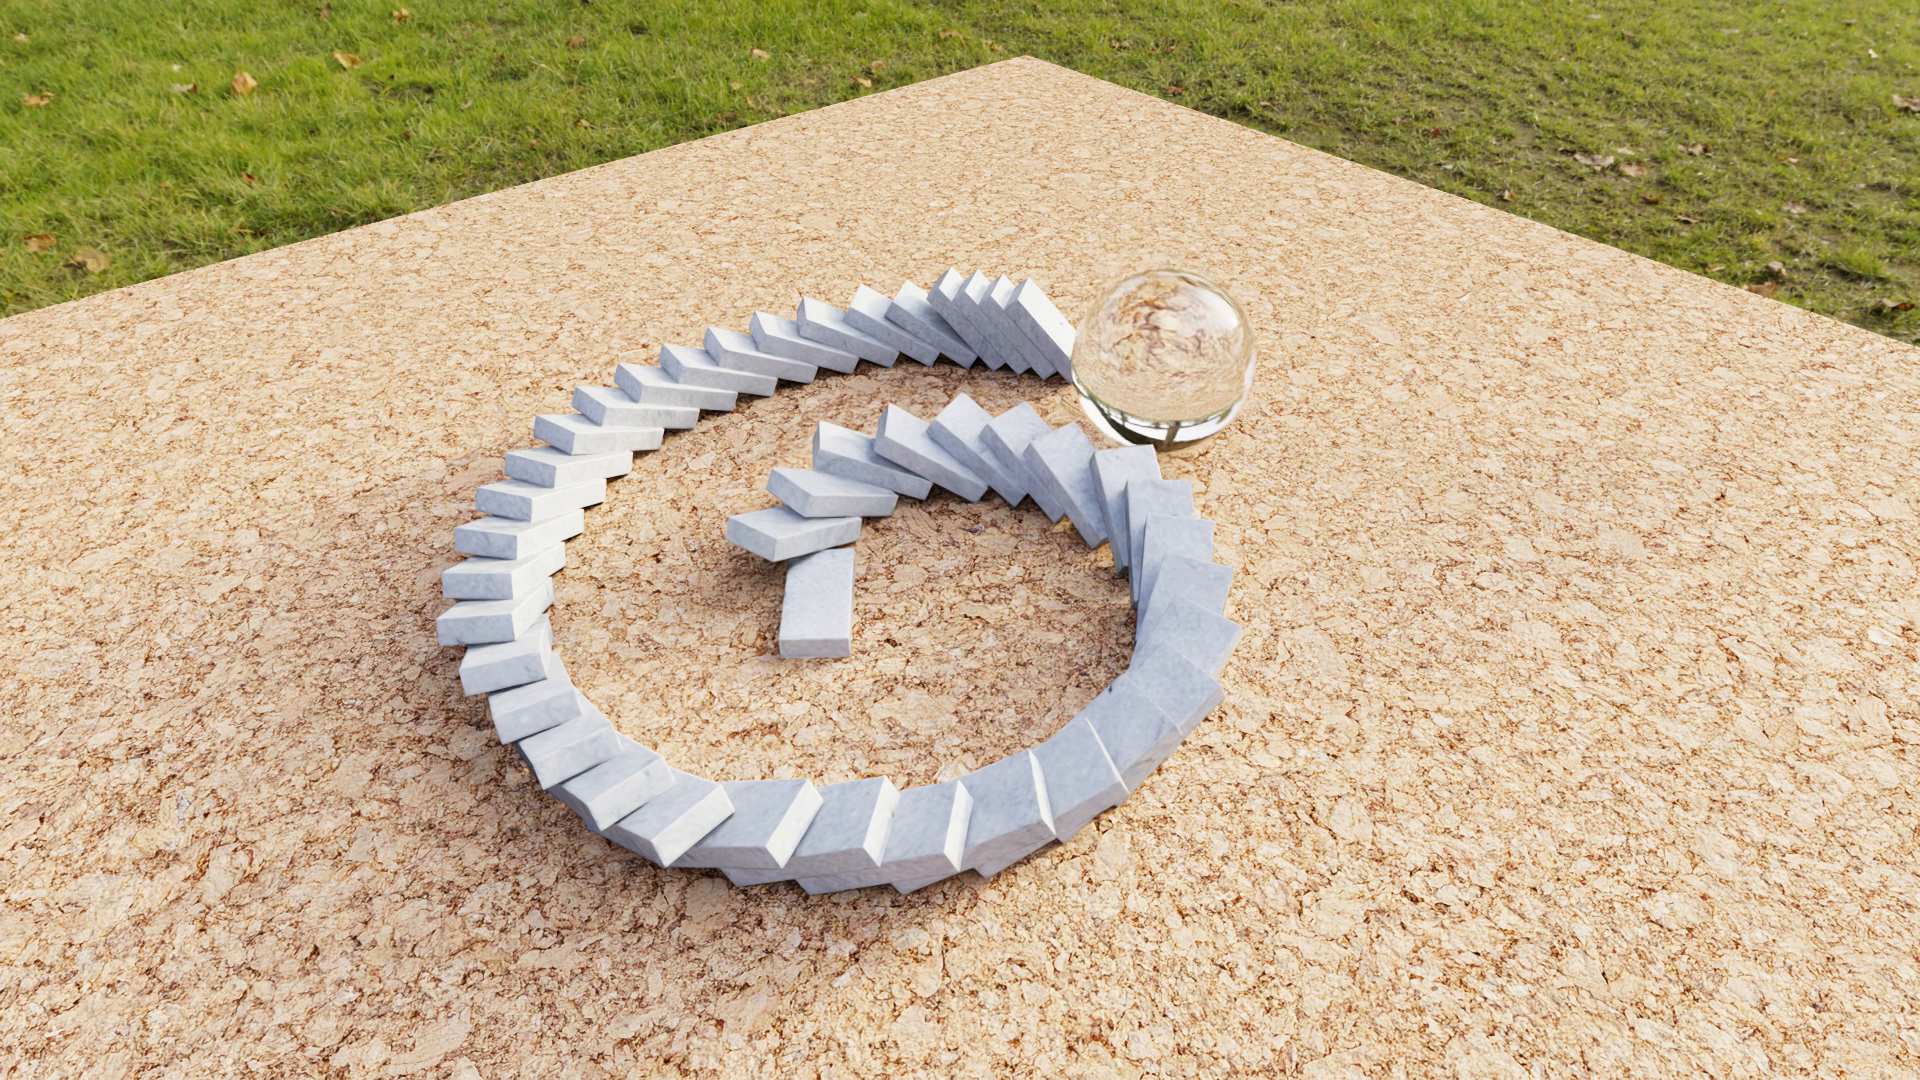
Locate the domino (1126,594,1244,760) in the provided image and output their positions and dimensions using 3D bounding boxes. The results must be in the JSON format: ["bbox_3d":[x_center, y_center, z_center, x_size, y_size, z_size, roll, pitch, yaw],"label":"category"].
[{"bbox_3d":[0.071,0.045,0.370,0.025,0.009,0.050,27,74,29],"label":"domino"}]

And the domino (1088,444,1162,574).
[{"bbox_3d":[0.070,-0.013,0.440,0.025,0.010,0.050,-8,69,-10],"label":"domino"}]

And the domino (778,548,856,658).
[{"bbox_3d":[-0.053,0.023,0.415,0.025,0.010,0.050,-1,39,-2],"label":"domino"}]

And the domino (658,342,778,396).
[{"bbox_3d":[-0.116,-0.081,0.526,0.050,0.009,0.025,2,31,-42],"label":"domino"}]

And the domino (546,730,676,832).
[{"bbox_3d":[-0.110,0.072,0.339,0.025,0.009,0.050,-31,22,-32],"label":"domino"}]

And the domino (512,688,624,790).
[{"bbox_3d":[-0.127,0.062,0.351,0.025,0.009,0.050,-25,19,-27],"label":"domino"}]

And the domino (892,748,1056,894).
[{"bbox_3d":[0.002,0.083,0.325,0.050,0.010,0.025,-25,38,13],"label":"domino"}]

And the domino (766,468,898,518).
[{"bbox_3d":[-0.052,-0.019,0.449,0.025,0.009,0.050,33,21,33],"label":"domino"}]

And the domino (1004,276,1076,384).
[{"bbox_3d":[0.044,-0.103,0.543,0.010,0.050,0.025,-31,23,36],"label":"domino"}]

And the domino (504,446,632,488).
[{"bbox_3d":[-0.165,-0.033,0.466,0.025,0.009,0.050,14,15,17],"label":"domino"}]

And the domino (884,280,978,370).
[{"bbox_3d":[-0.011,-0.109,0.558,0.050,0.009,0.025,32,41,-9],"label":"domino"}]

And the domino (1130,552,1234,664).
[{"bbox_3d":[0.078,0.031,0.388,0.025,0.009,0.050,15,69,17],"label":"domino"}]

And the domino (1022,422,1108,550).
[{"bbox_3d":[0.051,-0.023,0.454,0.025,0.009,0.050,-27,75,-29],"label":"domino"}]

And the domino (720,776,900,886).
[{"bbox_3d":[-0.044,0.085,0.322,0.050,0.010,0.025,-15,33,25],"label":"domino"}]

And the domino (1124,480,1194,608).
[{"bbox_3d":[0.078,0.001,0.424,0.025,0.010,0.050,0,68,-1],"label":"domino"}]

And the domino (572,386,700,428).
[{"bbox_3d":[-0.147,-0.060,0.500,0.025,0.009,0.050,31,22,33],"label":"domino"}]

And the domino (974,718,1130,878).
[{"bbox_3d":[0.023,0.078,0.331,0.050,0.009,0.025,-32,42,5],"label":"domino"}]

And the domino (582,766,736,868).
[{"bbox_3d":[-0.092,0.080,0.329,0.050,0.009,0.025,2,30,48],"label":"domino"}]

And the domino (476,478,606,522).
[{"bbox_3d":[-0.170,-0.019,0.449,0.025,0.009,0.050,11,14,13],"label":"domino"}]

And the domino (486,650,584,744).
[{"bbox_3d":[-0.142,0.051,0.364,0.025,0.009,0.050,-20,17,-22],"label":"domino"}]

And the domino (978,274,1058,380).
[{"bbox_3d":[0.032,-0.106,0.546,0.009,0.050,0.025,-31,23,36],"label":"domino"}]

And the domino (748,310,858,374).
[{"bbox_3d":[-0.078,-0.098,0.546,0.050,0.010,0.025,10,32,-31],"label":"domino"}]

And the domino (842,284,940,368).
[{"bbox_3d":[-0.033,-0.109,0.560,0.050,0.009,0.025,27,39,-10],"label":"domino"}]

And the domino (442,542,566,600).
[{"bbox_3d":[-0.170,0.011,0.413,0.025,0.010,0.050,1,13,1],"label":"domino"}]

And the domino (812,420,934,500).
[{"bbox_3d":[-0.037,-0.034,0.468,0.050,0.010,0.025,16,30,-17],"label":"domino"}]

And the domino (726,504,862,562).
[{"bbox_3d":[-0.065,-0.004,0.433,0.025,0.010,0.050,23,22,29],"label":"domino"}]

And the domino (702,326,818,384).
[{"bbox_3d":[-0.097,-0.090,0.537,0.050,0.010,0.025,5,31,-37],"label":"domino"}]

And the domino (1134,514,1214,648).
[{"bbox_3d":[0.079,0.016,0.406,0.025,0.010,0.050,6,68,7],"label":"domino"}]

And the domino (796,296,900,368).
[{"bbox_3d":[-0.057,-0.105,0.554,0.050,0.010,0.025,17,33,-24],"label":"domino"}]

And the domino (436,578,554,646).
[{"bbox_3d":[-0.166,0.025,0.396,0.025,0.009,0.050,-4,13,-5],"label":"domino"}]

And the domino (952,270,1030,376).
[{"bbox_3d":[0.019,-0.109,0.550,0.010,0.050,0.025,-31,23,36],"label":"domino"}]

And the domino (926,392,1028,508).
[{"bbox_3d":[0.012,-0.039,0.472,0.050,0.010,0.025,40,45,1],"label":"domino"}]

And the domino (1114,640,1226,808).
[{"bbox_3d":[0.059,0.059,0.355,0.050,0.009,0.025,-44,51,-7],"label":"domino"}]

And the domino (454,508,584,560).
[{"bbox_3d":[-0.172,-0.004,0.432,0.025,0.010,0.050,7,14,8],"label":"domino"}]

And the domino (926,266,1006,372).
[{"bbox_3d":[0.006,-0.111,0.553,0.010,0.050,0.025,-31,24,35],"label":"domino"}]

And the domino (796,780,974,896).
[{"bbox_3d":[-0.022,0.087,0.321,0.050,0.009,0.025,-16,34,23],"label":"domino"}]

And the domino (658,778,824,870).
[{"bbox_3d":[-0.067,0.084,0.324,0.050,0.010,0.025,-10,31,33],"label":"domino"}]

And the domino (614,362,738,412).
[{"bbox_3d":[-0.132,-0.071,0.514,0.050,0.009,0.025,-2,30,-46],"label":"domino"}]

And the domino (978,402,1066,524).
[{"bbox_3d":[0.034,-0.033,0.466,0.025,0.009,0.050,-33,77,-36],"label":"domino"}]

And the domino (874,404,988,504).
[{"bbox_3d":[-0.012,-0.037,0.469,0.050,0.009,0.025,26,35,-18],"label":"domino"}]

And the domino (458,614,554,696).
[{"bbox_3d":[-0.155,0.039,0.379,0.025,0.009,0.050,-13,14,-15],"label":"domino"}]

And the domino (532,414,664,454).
[{"bbox_3d":[-0.158,-0.047,0.484,0.025,0.009,0.050,23,18,26],"label":"domino"}]

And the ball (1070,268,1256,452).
[{"bbox_3d":[0.089,-0.079,0.484,0.080,0.080,0.080,0,39,0],"label":"ball"}]

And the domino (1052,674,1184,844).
[{"bbox_3d":[0.042,0.068,0.344,0.050,0.009,0.025,-41,49,-5],"label":"domino"}]
